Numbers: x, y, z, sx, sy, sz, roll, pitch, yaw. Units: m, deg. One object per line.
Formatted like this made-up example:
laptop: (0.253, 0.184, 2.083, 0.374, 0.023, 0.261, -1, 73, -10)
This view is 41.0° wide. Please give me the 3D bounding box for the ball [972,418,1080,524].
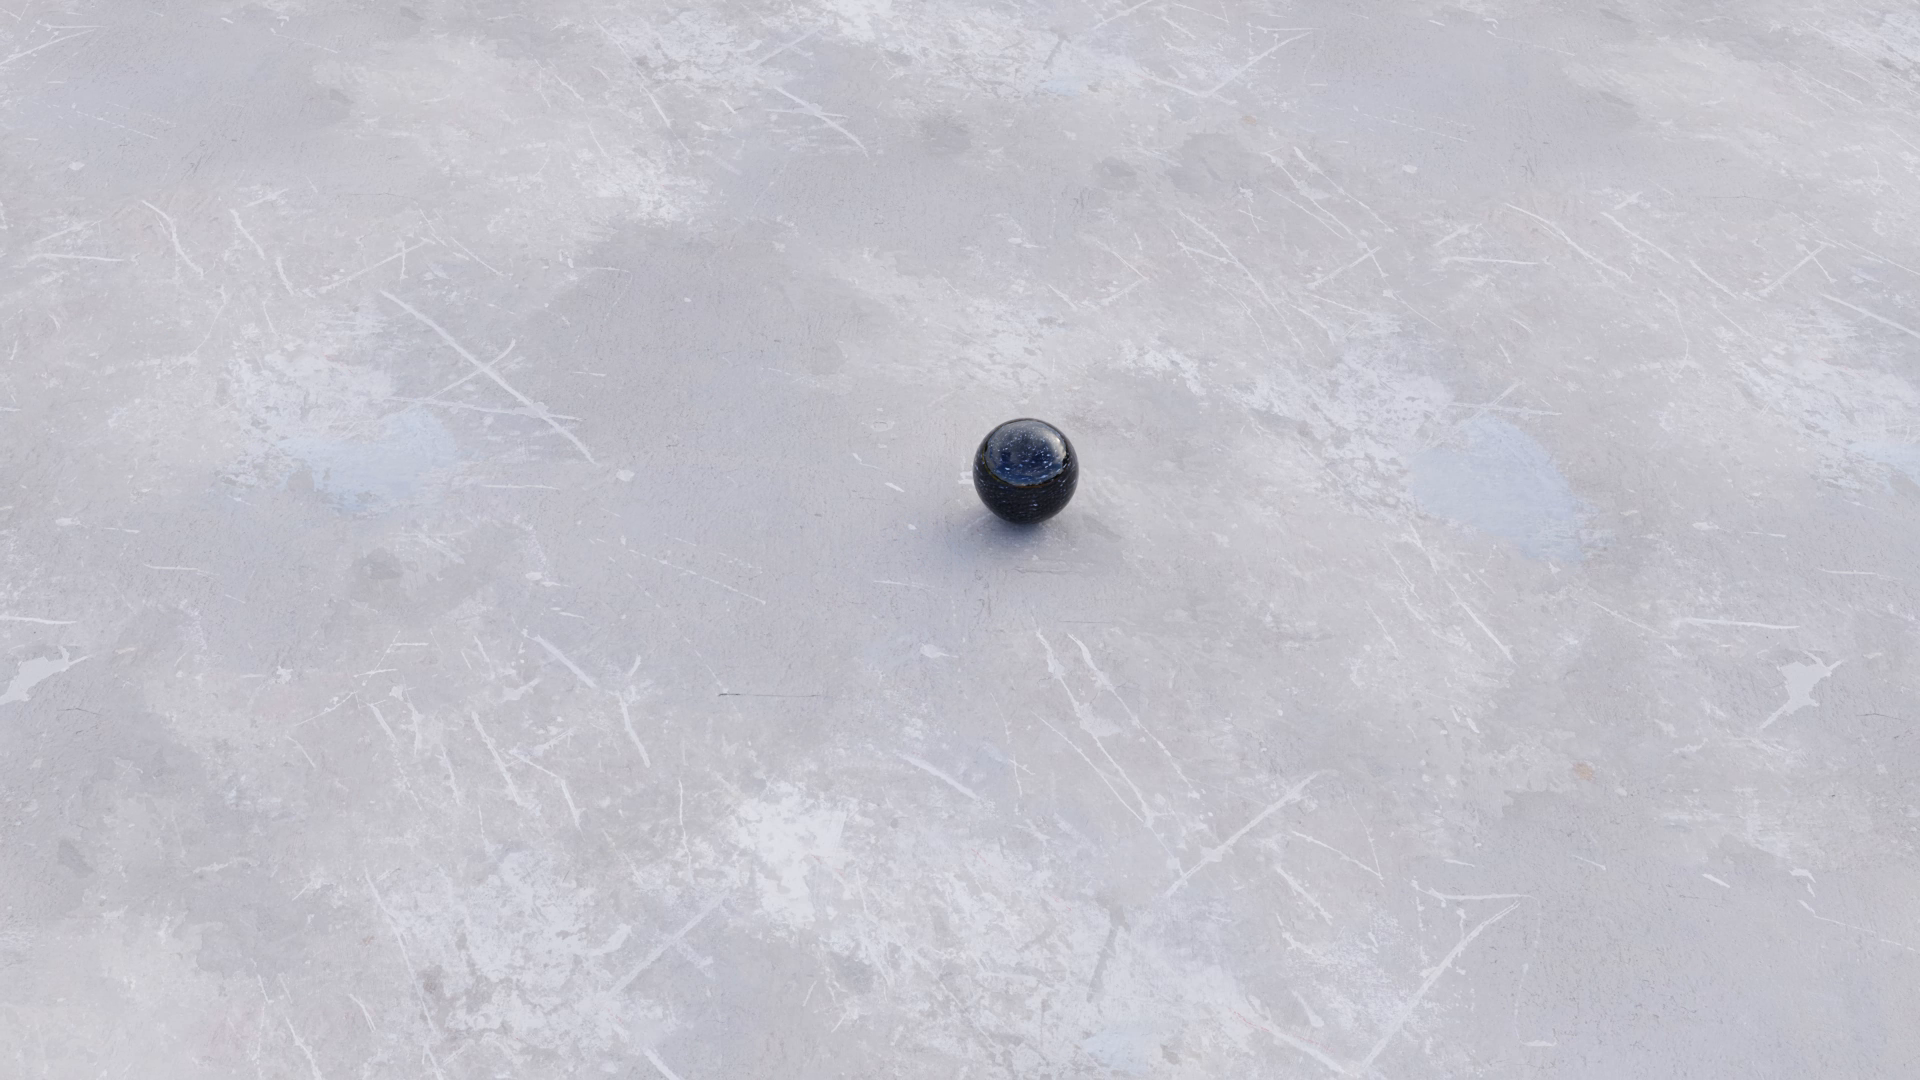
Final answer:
ball: (0.040, -0.042, 1.555, 0.065, 0.065, 0.065, 0, 37, 0)
